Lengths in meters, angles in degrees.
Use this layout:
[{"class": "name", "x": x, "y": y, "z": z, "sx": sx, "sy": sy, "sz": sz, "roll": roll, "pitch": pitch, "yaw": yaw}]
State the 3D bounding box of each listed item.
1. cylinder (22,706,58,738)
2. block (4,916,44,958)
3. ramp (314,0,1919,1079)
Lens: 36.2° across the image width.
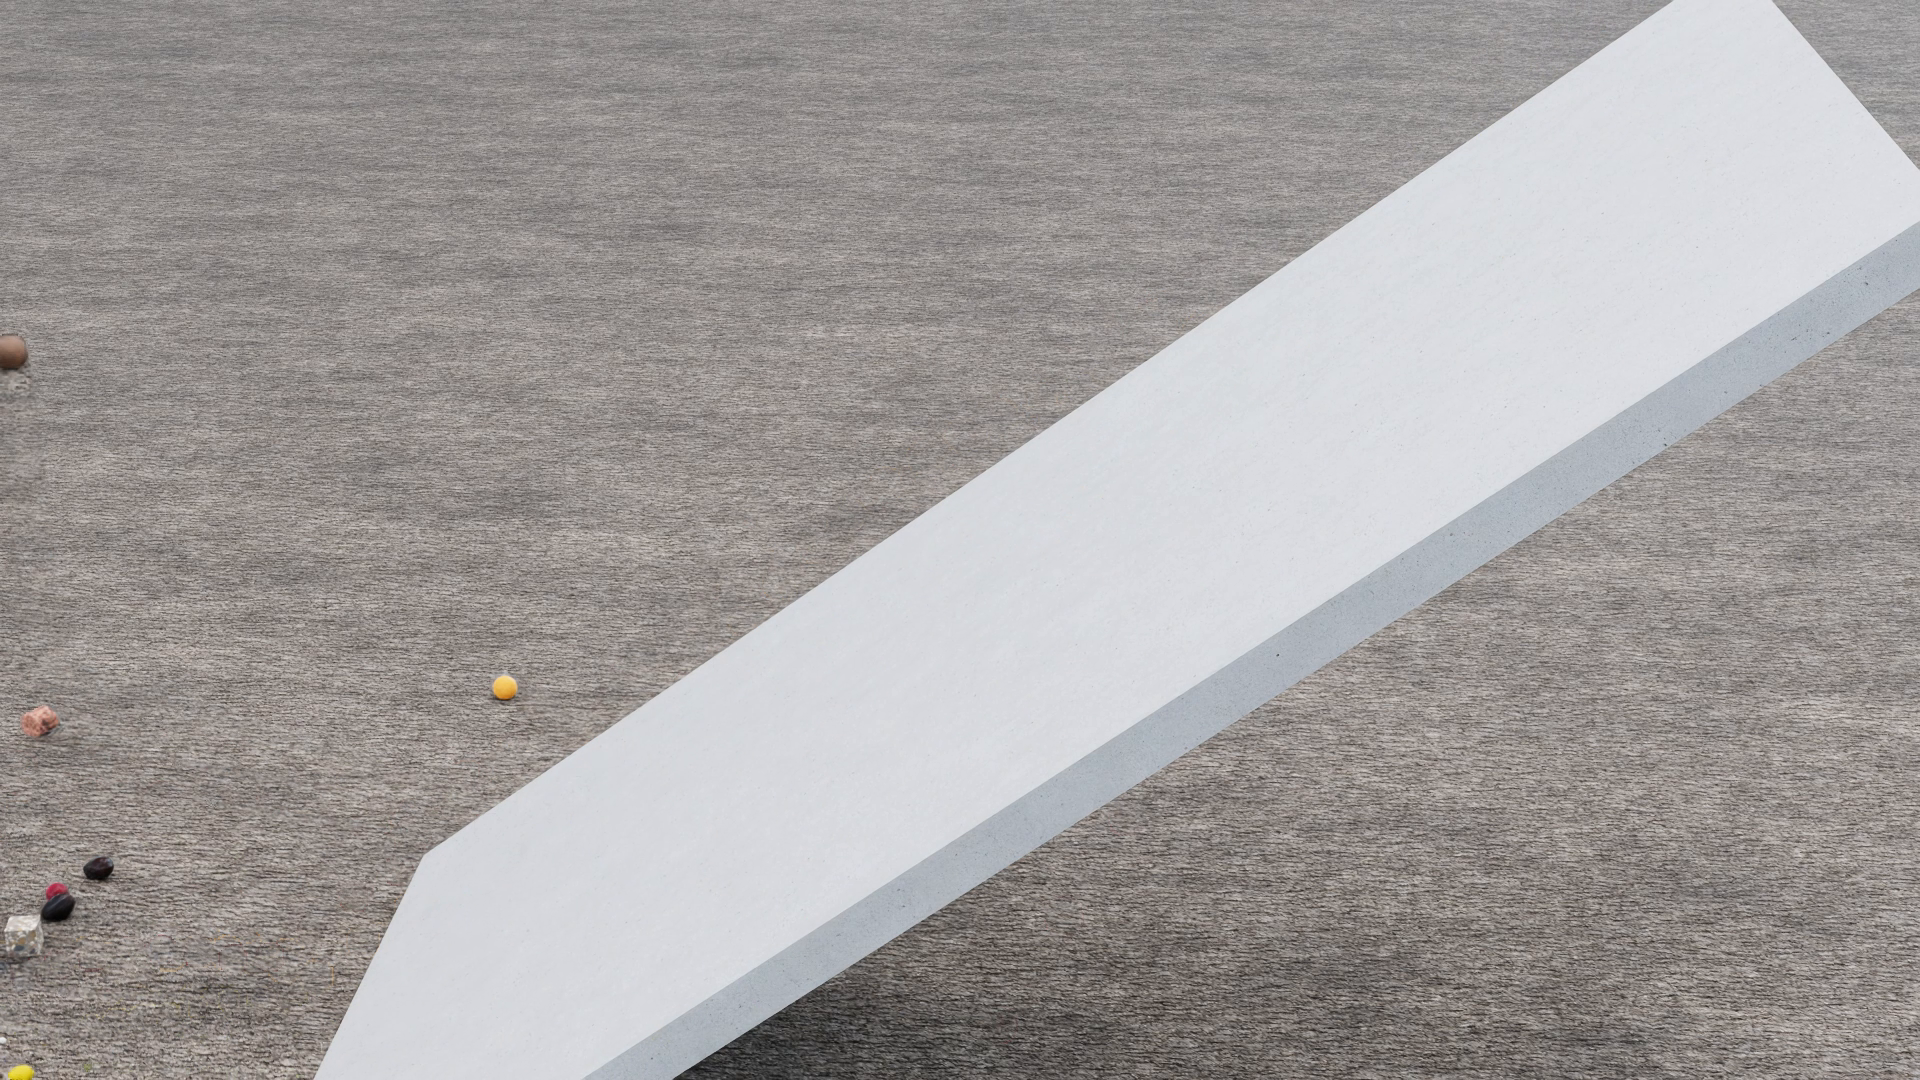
[{"class": "cylinder", "x": -2.701, "y": 0.535, "z": 8.635, "sx": 0.070, "sy": 0.070, "sz": 0.070, "roll": 13, "pitch": 26, "yaw": 28}, {"class": "block", "x": -2.381, "y": 1.008, "z": 7.485, "sx": 0.076, "sy": 0.076, "sz": 0.076, "roll": -2, "pitch": 23, "yaw": -6}, {"class": "ramp", "x": 0.129, "y": 0.179, "z": 6.321, "sx": 4.000, "sy": 0.100, "sz": 2.000, "roll": -34, "pitch": 16, "yaw": 16}]
